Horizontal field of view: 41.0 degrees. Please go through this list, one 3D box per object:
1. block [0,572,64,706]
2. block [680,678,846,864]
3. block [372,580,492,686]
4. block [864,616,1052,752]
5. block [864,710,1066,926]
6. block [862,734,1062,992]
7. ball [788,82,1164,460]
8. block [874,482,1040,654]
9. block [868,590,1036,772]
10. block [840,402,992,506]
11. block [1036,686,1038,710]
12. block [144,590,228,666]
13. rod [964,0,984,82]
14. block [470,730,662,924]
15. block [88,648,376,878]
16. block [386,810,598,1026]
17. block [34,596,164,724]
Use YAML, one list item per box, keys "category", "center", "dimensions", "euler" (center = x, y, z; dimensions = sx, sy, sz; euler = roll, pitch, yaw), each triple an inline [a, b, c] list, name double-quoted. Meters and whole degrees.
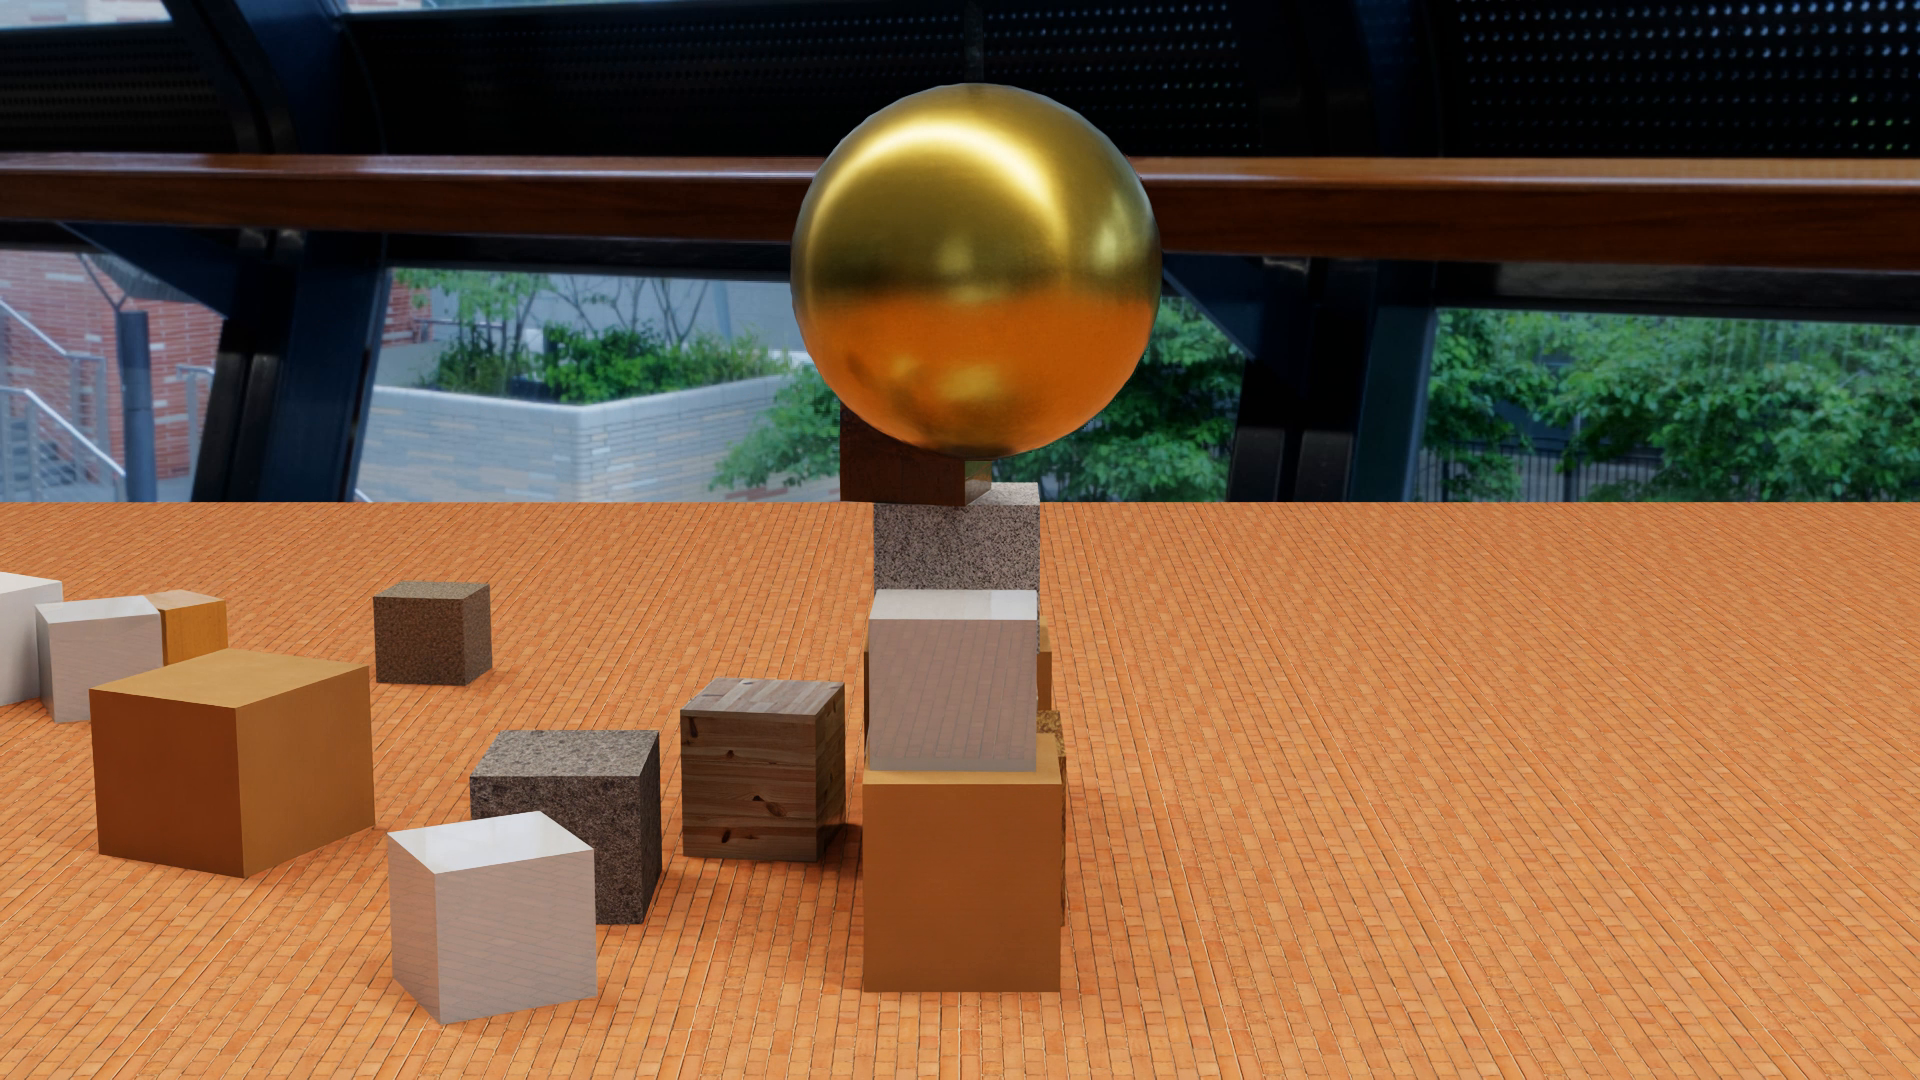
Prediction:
- category: "block"
  center: [-5.646, 0.570, 14.647]
  dimensions: [0.735, 0.638, 0.718]
  euler: [6, 12, 32]
- category: "block"
  center: [-0.900, 1.053, 11.856]
  dimensions: [0.622, 0.687, 0.637]
  euler: [2, 10, 9]
- category: "block"
  center: [-3.103, 0.546, 15.127]
  dimensions: [0.541, 0.514, 0.481]
  euler: [2, 10, 9]
- category: "block"
  center: [-0.011, 0.862, 12.486]
  dimensions: [0.882, 0.837, 0.816]
  euler: [0, 10, 0]
- category: "block"
  center: [0.023, 1.182, 11.017]
  dimensions: [0.833, 0.732, 0.779]
  euler: [0, 10, 0]
- category: "block"
  center: [0.008, 1.273, 10.237]
  dimensions: [0.761, 0.833, 0.766]
  euler: [0, 10, 0]
- category: "ball"
  center: [0.068, -1.146, 10.972]
  dimensions: [1.600, 1.600, 1.600]
  euler: [0, 10, 0]
- category: "block"
  center: [-0.011, 0.126, 12.222]
  dimensions: [0.769, 0.705, 0.665]
  euler: [0, 10, 1]
- category: "block"
  center: [-0.020, 0.550, 10.196]
  dimensions: [0.647, 0.603, 0.575]
  euler: [0, 10, 1]
- category: "block"
  center: [-0.203, -0.494, 12.066]
  dimensions: [0.598, 0.571, 0.526]
  euler: [3, 11, 14]
- category: "block"
  center: [-0.011, 1.027, 11.745]
  dimensions: [0.719, 0.778, 0.685]
  euler: [0, 10, 0]
- category: "block"
  center: [-4.647, 0.570, 15.186]
  dimensions: [0.484, 0.445, 0.403]
  euler: [9, 14, 40]
- category: "rod"
  center: [0.029, -4.491, 10.364]
  dimensions: [0.080, 5.200, 0.080]
  euler: [-1, 10, 0]
- category: "block"
  center: [-1.679, 1.225, 11.036]
  dimensions: [0.702, 0.642, 0.757]
  euler: [0, 10, 0]
- category: "block"
  center: [-3.346, 1.009, 11.852]
  dimensions: [0.843, 0.775, 0.918]
  euler: [5, 11, 25]
- category: "block"
  center: [-1.815, 1.450, 9.941]
  dimensions: [0.625, 0.590, 0.594]
  euler: [-6, 12, -29]
- category: "block"
  center: [-4.817, 0.660, 14.370]
  dimensions: [0.590, 0.560, 0.564]
  euler: [-5, 12, -26]
